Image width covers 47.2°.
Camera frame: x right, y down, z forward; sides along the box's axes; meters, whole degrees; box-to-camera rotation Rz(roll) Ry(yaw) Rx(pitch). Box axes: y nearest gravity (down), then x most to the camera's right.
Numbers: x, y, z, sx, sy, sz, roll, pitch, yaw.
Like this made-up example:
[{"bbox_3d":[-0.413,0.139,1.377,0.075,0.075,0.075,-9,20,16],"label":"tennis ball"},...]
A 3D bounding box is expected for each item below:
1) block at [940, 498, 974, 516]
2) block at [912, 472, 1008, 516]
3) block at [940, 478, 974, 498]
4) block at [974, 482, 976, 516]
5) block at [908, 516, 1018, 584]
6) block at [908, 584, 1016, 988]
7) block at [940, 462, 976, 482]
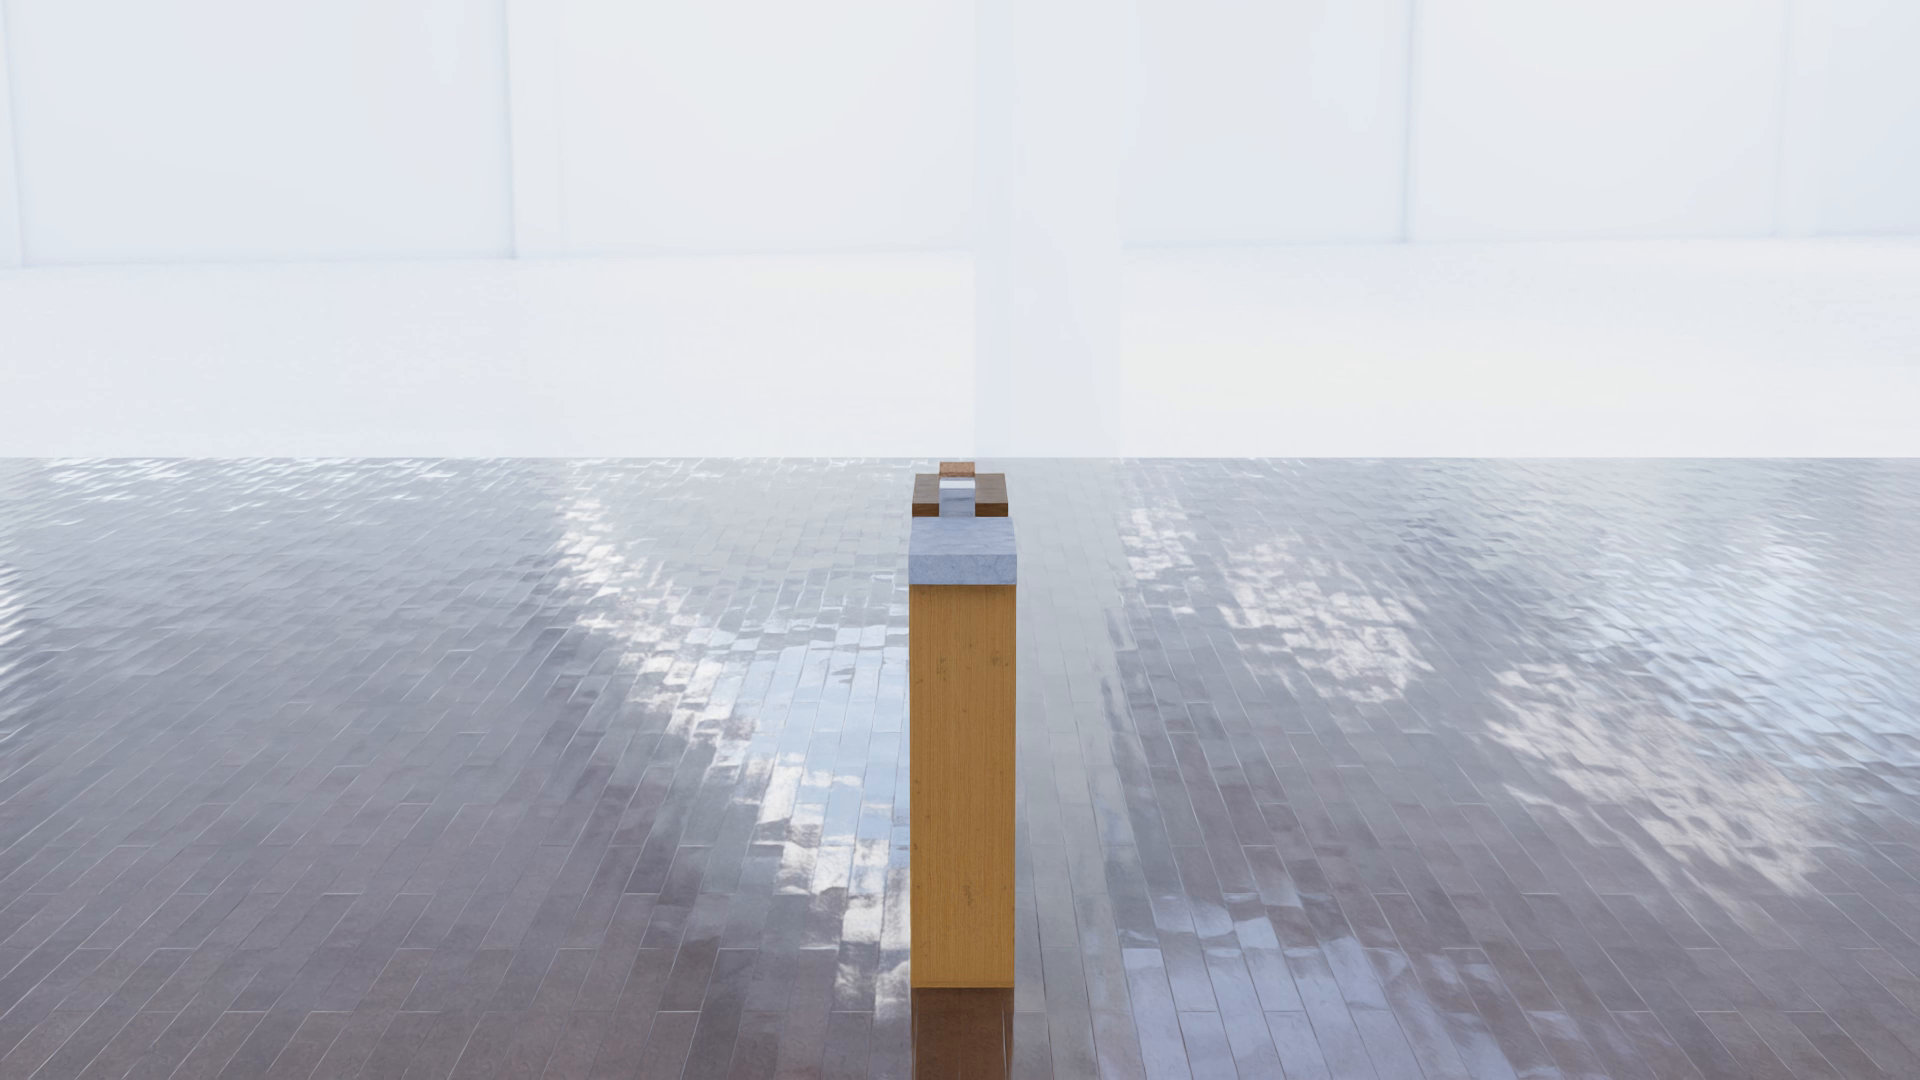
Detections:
[{"bbox_3d":[-0.004,-0.015,3.458,0.055,0.110,0.016,0,11,0],"label":"block"},{"bbox_3d":[0.000,-0.069,3.830,0.161,0.046,0.321,0,11,0],"label":"block"},{"bbox_3d":[-0.004,-0.083,3.483,0.055,0.016,0.110,0,11,0],"label":"block"},{"bbox_3d":[-0.005,-0.039,3.572,0.058,0.116,0.016,0,11,0],"label":"block"},{"bbox_3d":[0.004,0.014,3.274,0.154,0.044,0.309,0,11,0],"label":"block"},{"bbox_3d":[0.004,0.357,3.233,0.154,0.617,0.044,0,11,0],"label":"block"},{"bbox_3d":[-0.005,-0.112,3.598,0.058,0.016,0.116,0,11,0],"label":"block"}]
